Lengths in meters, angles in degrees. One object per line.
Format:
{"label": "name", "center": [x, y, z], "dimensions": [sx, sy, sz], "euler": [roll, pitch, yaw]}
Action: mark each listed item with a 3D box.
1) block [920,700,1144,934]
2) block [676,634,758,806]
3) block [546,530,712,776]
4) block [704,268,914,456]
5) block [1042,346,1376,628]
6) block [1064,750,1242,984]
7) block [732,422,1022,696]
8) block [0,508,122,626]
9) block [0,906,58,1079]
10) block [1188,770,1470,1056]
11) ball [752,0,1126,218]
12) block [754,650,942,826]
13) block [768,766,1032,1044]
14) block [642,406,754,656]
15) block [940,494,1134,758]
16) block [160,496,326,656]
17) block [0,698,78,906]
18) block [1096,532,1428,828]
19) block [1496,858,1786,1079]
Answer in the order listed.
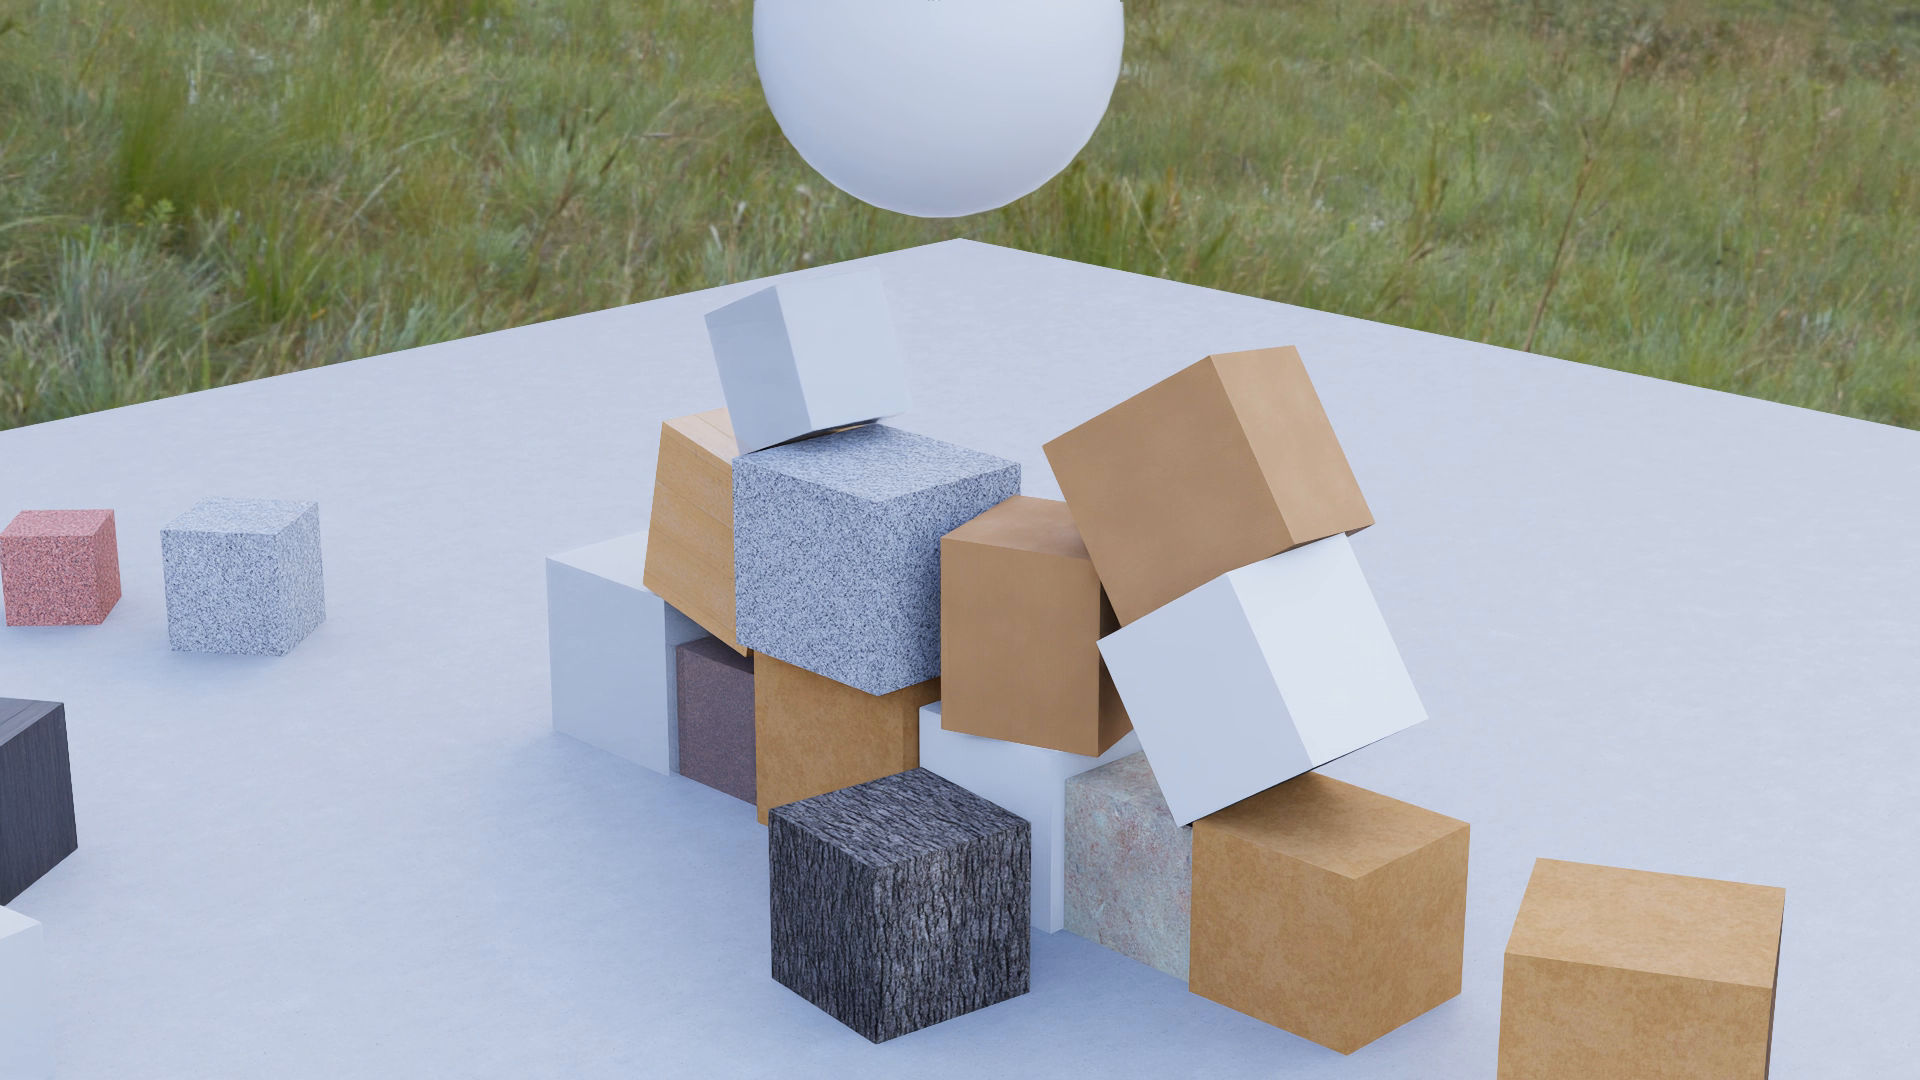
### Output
{"label": "block", "center": [0.404, 1.151, 13.285], "dimensions": [0.837, 0.839, 0.822], "euler": [-17, 24, -42]}
{"label": "block", "center": [-0.874, 0.842, 14.536], "dimensions": [0.759, 0.678, 0.721], "euler": [-17, 24, -42]}
{"label": "block", "center": [-1.471, 0.541, 15.064], "dimensions": [0.943, 0.936, 0.873], "euler": [17, 24, 42]}
{"label": "block", "center": [-0.709, -0.834, 13.745], "dimensions": [0.597, 0.688, 0.621], "euler": [-14, -1, -38]}
{"label": "block", "center": [1.054, -0.233, 12.372], "dimensions": [0.877, 0.841, 0.824], "euler": [-28, -8, 31]}
{"label": "block", "center": [0.974, 1.379, 12.772], "dimensions": [0.717, 0.710, 0.747], "euler": [-16, 23, -41]}
{"label": "block", "center": [-0.380, 0.066, 13.416], "dimensions": [0.886, 0.892, 0.972], "euler": [-16, 24, -41]}
{"label": "block", "center": [-5.199, 0.156, 16.954], "dimensions": [0.532, 0.536, 0.524], "euler": [-1, 17, -2]}
{"label": "block", "center": [-4.096, 1.833, 11.422], "dimensions": [0.700, 0.654, 0.792], "euler": [13, 22, 35]}
{"label": "block", "center": [1.531, 1.531, 12.190], "dimensions": [0.828, 0.769, 0.785], "euler": [16, 24, 42]}
{"label": "ball", "center": [-0.093, -2.186, 12.558], "dimensions": [1.600, 1.600, 1.600], "euler": [0, 17, 0]}
{"label": "block", "center": [-0.272, 0.894, 13.885], "dimensions": [0.965, 0.969, 1.007], "euler": [-17, 24, -42]}
{"label": "block", "center": [-0.253, 1.510, 12.255], "dimensions": [0.792, 0.771, 0.765], "euler": [-13, 21, -35]}
{"label": "block", "center": [-0.923, -0.089, 14.240], "dimensions": [0.823, 0.889, 0.805], "euler": [-16, 36, -42]}
{"label": "block", "center": [0.418, 0.364, 12.915], "dimensions": [0.755, 0.883, 0.730], "euler": [9, 19, 25]}
{"label": "block", "center": [-4.032, 0.199, 16.531], "dimensions": [0.669, 0.709, 0.648], "euler": [3, 18, 8]}
{"label": "block", "center": [-4.601, 1.200, 13.310], "dimensions": [0.764, 0.729, 0.874], "euler": [4, 18, 12]}
{"label": "block", "center": [1.251, 0.581, 12.181], "dimensions": [0.760, 0.845, 0.835], "euler": [-17, -10, -43]}
{"label": "block", "center": [2.529, 1.843, 10.908], "dimensions": [0.929, 0.942, 0.891], "euler": [6, 18, 17]}
